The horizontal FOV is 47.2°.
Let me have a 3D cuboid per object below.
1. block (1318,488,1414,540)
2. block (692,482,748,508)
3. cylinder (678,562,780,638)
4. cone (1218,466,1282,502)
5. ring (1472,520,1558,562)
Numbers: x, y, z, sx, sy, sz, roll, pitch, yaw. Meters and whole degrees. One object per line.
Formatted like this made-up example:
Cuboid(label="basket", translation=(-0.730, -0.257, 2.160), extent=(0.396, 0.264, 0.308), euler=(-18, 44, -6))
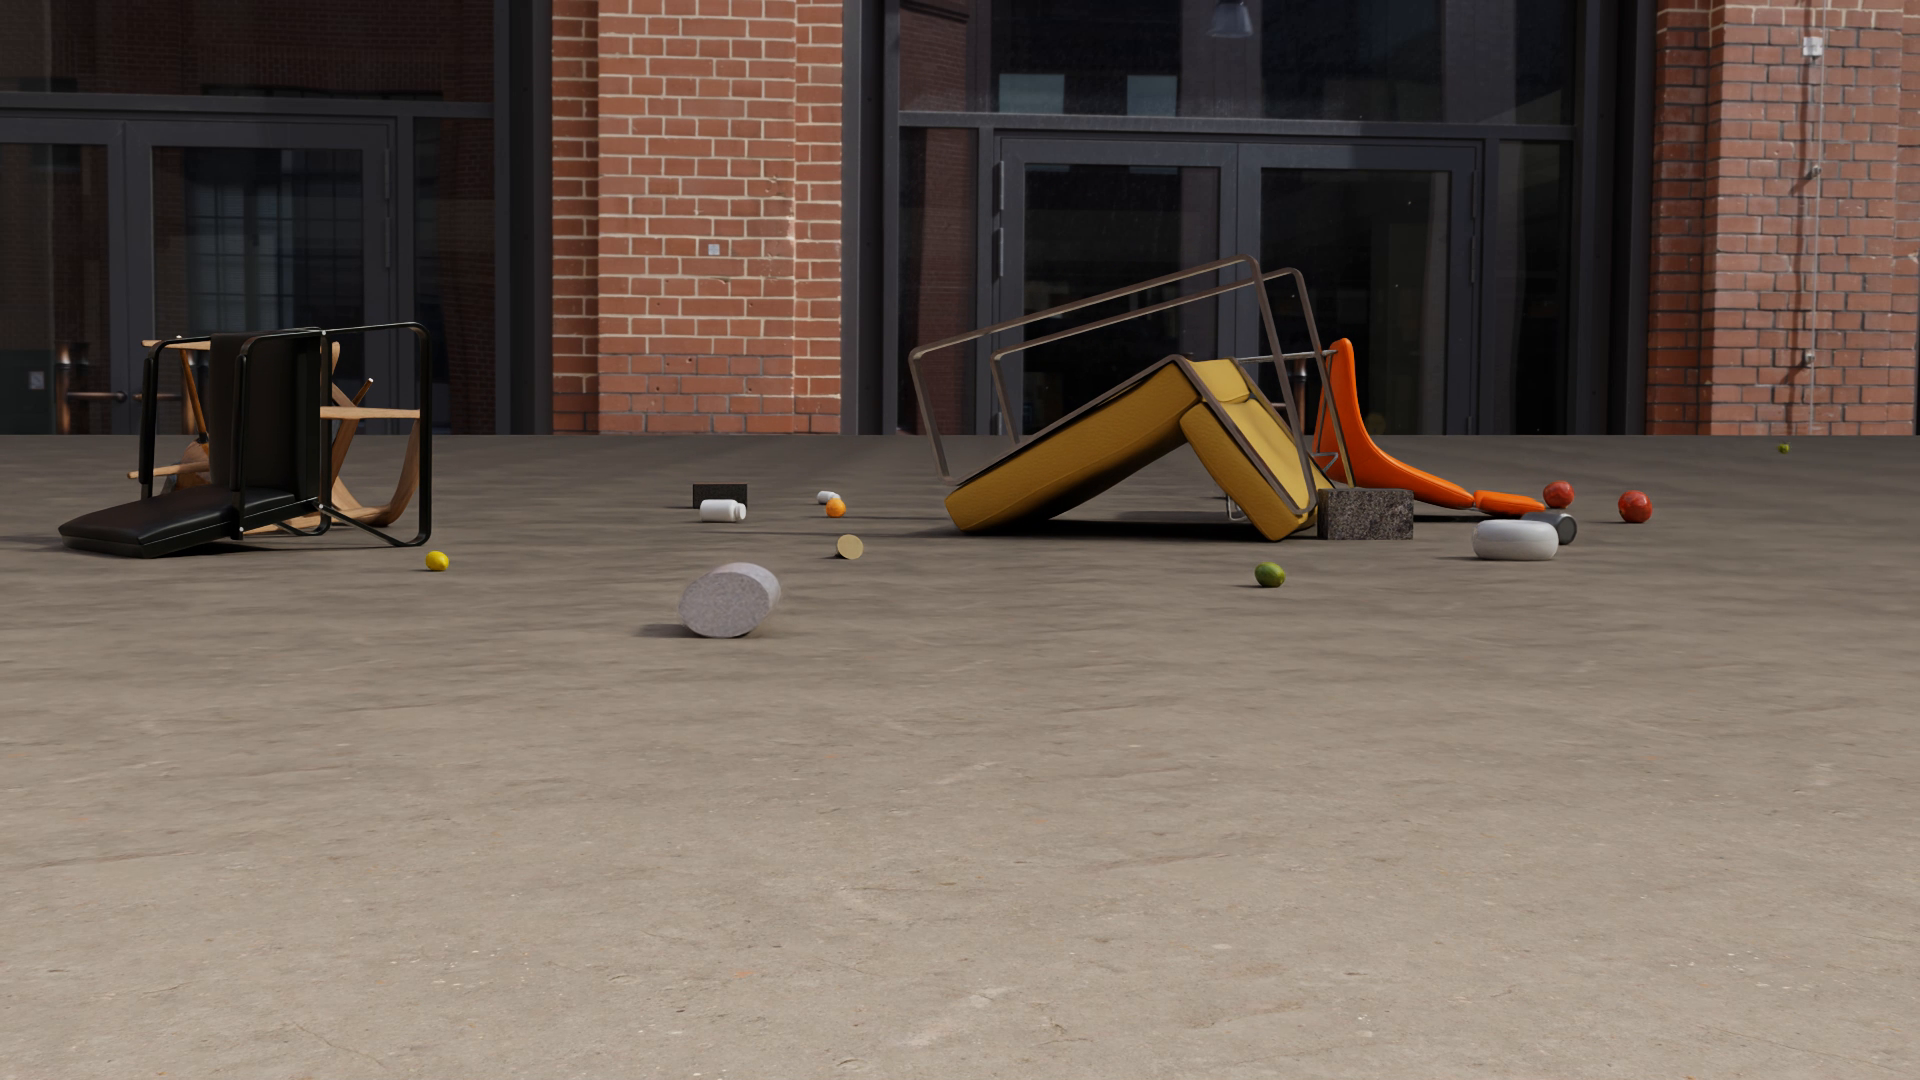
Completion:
Cuboid(label="block", translation=(1.220, -0.079, 6.626), extent=(0.255, 0.146, 0.162), euler=(0, 4, -2))
Cuboid(label="block", translation=(-0.906, -0.168, 8.317), extent=(0.201, 0.092, 0.131), euler=(0, 4, -4))
Cuboid(label="cylinder", translation=(-0.424, 0.110, 4.070), extent=(0.165, 0.119, 0.219), euler=(-7, 4, 1))
Cuboid(label="cone", translation=(1.166, -0.198, 8.960), extent=(0.264, 0.130, 0.311), euler=(3, 16, 12))
Cuboid(label="ring", translation=(1.463, 0.002, 5.800), extent=(0.226, 0.101, 0.170), euler=(1, 5, 1))
